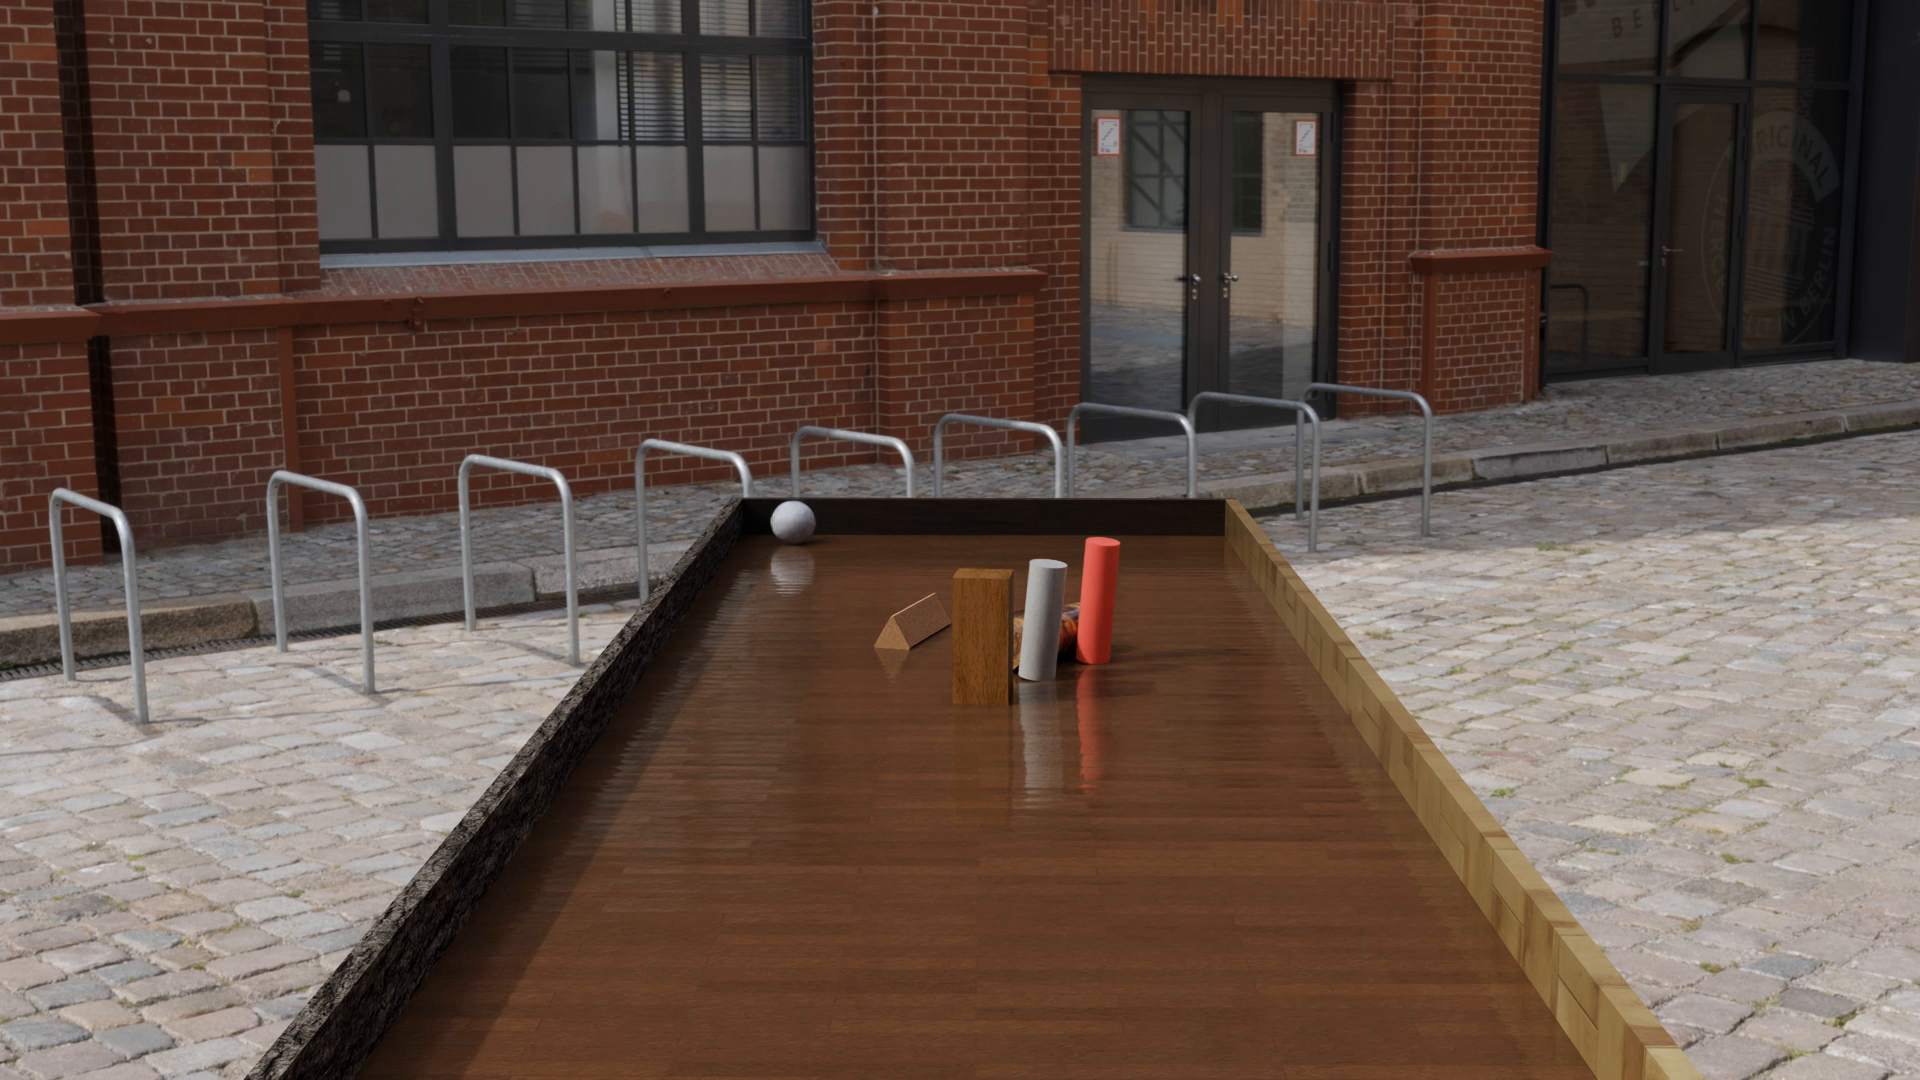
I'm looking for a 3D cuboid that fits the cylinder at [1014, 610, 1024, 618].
[{"bbox_3d":[0.201,0.276,6.900,0.114,0.114,0.313,7,11,37],"label":"cylinder"}]

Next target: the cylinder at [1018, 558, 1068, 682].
[{"bbox_3d":[0.241,0.233,6.420,0.110,0.339,0.110,5,13,-1],"label":"cylinder"}]

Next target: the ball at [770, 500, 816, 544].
[{"bbox_3d":[-0.675,-0.071,8.881,0.180,0.180,0.180,0,9,0],"label":"ball"}]

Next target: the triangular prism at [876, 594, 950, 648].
[{"bbox_3d":[-0.148,0.255,7.060,0.116,0.100,0.423,3,10,17],"label":"triangular prism"}]

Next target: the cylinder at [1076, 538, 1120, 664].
[{"bbox_3d":[0.416,0.183,6.642,0.103,0.370,0.103,4,14,-1],"label":"cylinder"}]

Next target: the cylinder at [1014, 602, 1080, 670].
[{"bbox_3d":[0.249,0.293,6.677,0.151,0.151,0.408,7,11,37],"label":"cylinder"}]

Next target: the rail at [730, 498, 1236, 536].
[{"bbox_3d":[0.099,-0.098,9.147,2.100,0.150,0.050,0,9,1],"label":"rail"}]

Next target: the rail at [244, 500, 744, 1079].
[{"bbox_3d":[-1.004,0.839,3.234,0.050,0.150,12.000,0,9,1],"label":"rail"}]

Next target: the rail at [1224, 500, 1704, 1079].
[{"bbox_3d":[1.046,0.843,3.208,0.050,0.150,12.000,0,9,1],"label":"rail"}]

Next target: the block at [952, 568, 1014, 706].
[{"bbox_3d":[0.065,0.270,6.167,0.156,0.357,0.156,1,9,6],"label":"block"}]
